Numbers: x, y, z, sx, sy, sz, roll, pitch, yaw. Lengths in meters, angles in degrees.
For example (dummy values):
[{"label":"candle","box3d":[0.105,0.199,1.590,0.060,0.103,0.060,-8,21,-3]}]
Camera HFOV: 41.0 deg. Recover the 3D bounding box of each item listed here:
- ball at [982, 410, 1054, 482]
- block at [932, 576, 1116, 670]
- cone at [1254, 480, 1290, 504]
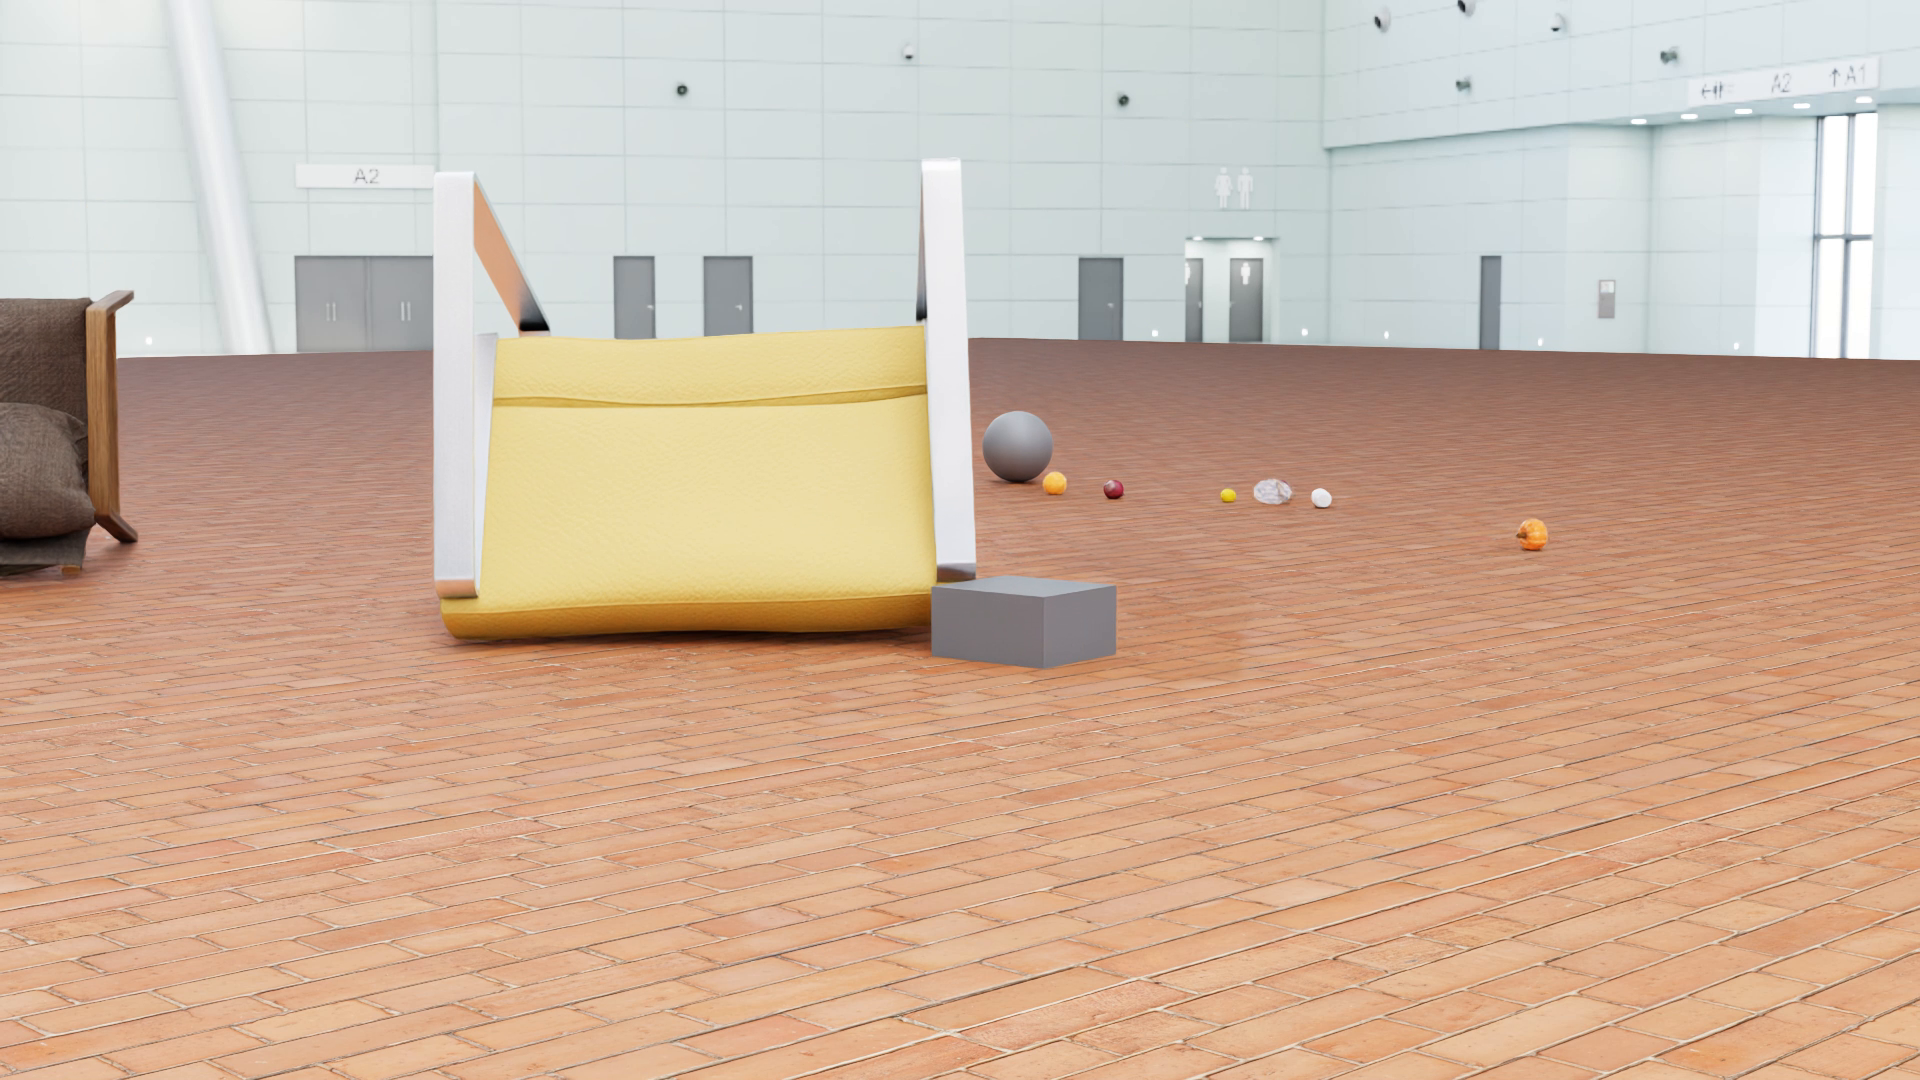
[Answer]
[{"label":"ball","box3d":[0.184,-0.298,8.193,0.228,0.228,0.228,0,6,0]},{"label":"block","box3d":[0.111,0.140,4.456,0.241,0.122,0.214,5,7,38]},{"label":"cone","box3d":[0.900,-0.126,7.464,0.110,0.076,0.091,-1,-17,-4]}]
